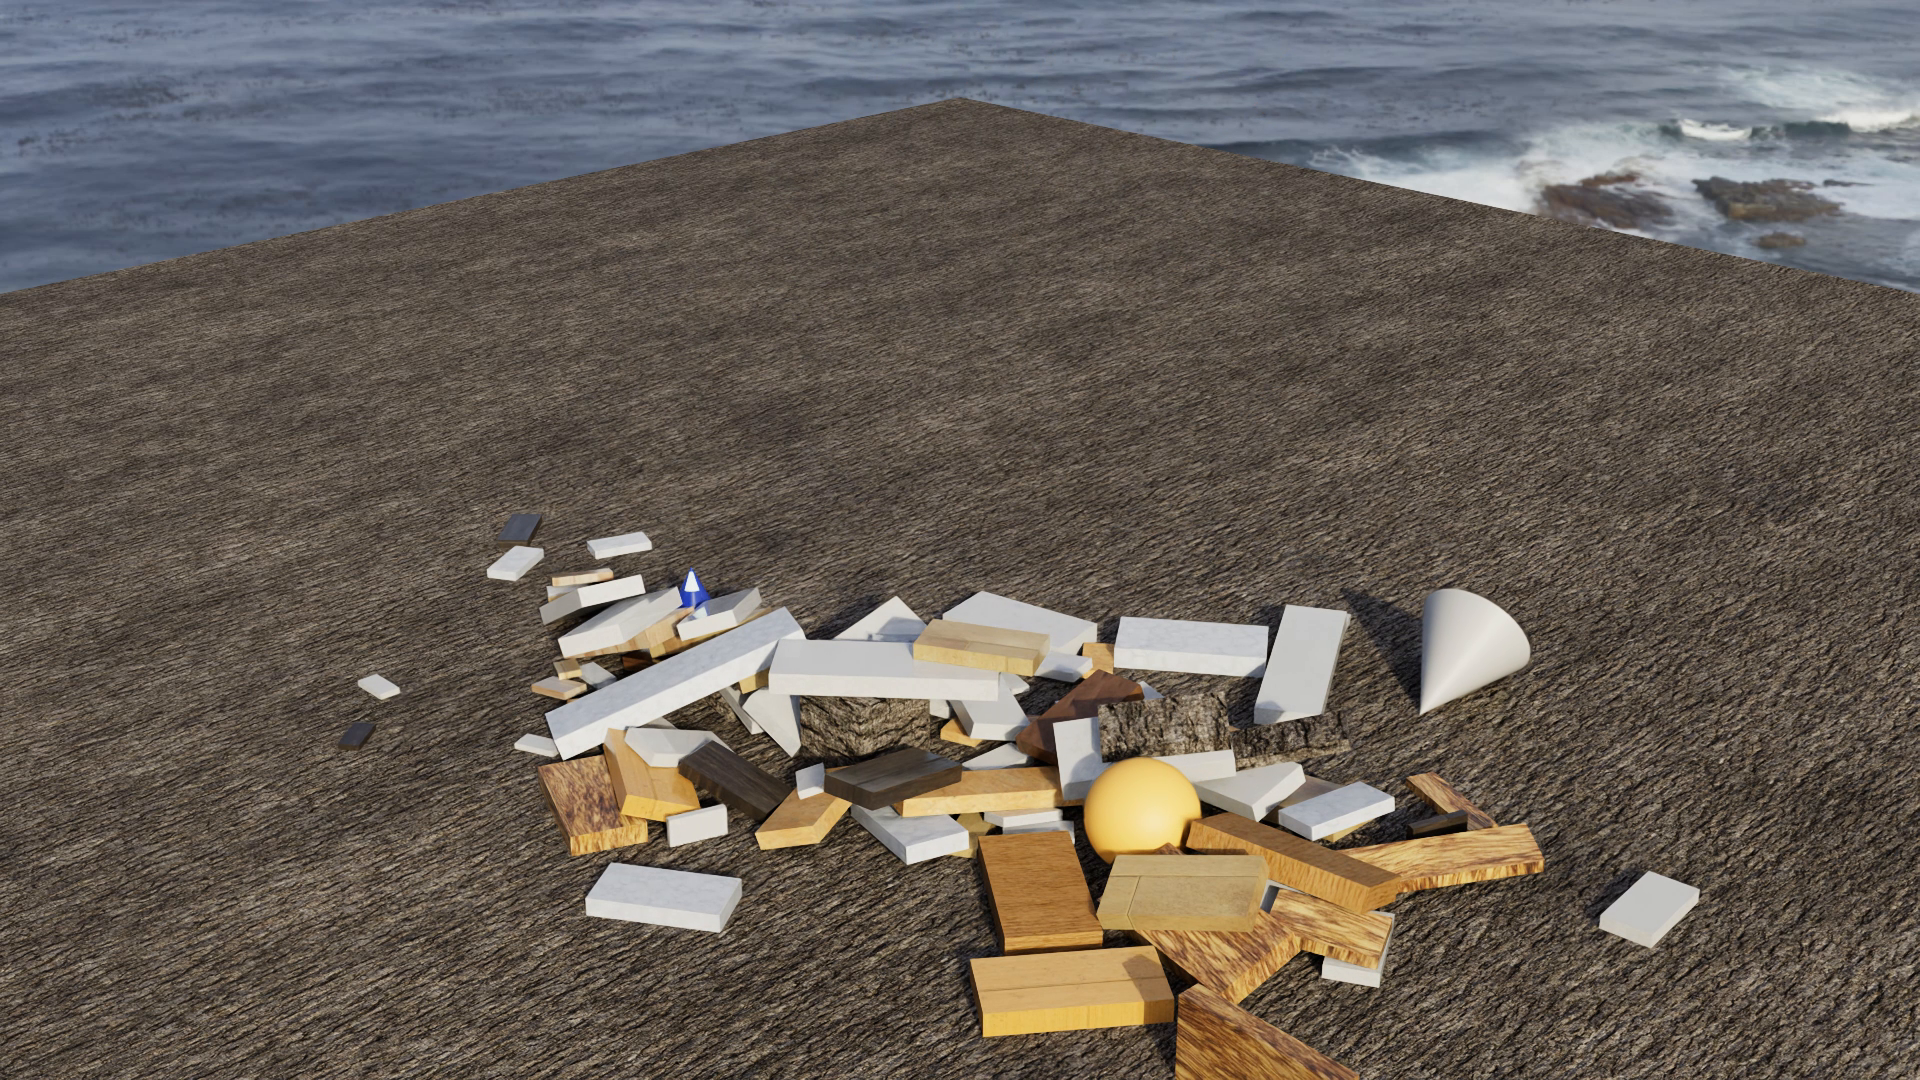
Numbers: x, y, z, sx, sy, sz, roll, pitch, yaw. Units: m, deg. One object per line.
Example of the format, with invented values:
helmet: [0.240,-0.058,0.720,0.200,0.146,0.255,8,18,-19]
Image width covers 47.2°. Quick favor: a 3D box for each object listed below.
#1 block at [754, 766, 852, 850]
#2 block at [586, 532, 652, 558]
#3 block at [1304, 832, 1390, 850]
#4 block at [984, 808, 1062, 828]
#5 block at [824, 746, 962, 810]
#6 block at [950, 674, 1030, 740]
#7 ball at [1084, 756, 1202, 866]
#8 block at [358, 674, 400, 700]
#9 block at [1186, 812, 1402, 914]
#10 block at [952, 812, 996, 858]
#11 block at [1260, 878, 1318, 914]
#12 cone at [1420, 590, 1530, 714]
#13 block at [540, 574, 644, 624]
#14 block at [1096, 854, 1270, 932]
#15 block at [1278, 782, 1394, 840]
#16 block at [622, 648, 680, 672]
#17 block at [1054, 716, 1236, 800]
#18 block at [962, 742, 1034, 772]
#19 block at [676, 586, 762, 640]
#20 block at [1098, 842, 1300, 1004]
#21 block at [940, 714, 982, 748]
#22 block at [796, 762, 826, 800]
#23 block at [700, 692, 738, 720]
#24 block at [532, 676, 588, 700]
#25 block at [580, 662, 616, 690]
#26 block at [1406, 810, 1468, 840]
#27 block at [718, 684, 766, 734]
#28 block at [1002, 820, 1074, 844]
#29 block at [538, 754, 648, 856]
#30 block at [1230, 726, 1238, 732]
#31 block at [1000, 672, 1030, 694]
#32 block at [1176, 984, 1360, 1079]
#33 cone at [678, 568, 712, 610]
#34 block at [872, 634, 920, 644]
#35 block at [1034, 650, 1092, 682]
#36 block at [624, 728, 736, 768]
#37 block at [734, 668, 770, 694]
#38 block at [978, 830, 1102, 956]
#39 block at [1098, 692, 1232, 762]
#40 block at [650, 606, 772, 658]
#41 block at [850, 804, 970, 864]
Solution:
block: [-0.291,0.533,4.405,0.133,0.038,0.266,-11,17,26]
block: [-0.884,0.014,5.702,0.149,0.021,0.075,-11,25,-23]
block: [0.772,0.612,4.281,0.203,0.029,0.102,13,26,27]
block: [0.127,0.549,4.387,0.141,0.020,0.071,-3,6,-32]
block: [-0.131,0.471,4.358,0.131,0.037,0.262,15,18,38]
block: [0.050,0.350,4.784,0.133,0.038,0.266,5,25,-21]
ball: [0.350,0.530,4.222,0.226,0.226,0.226,0,23,0]
block: [-1.312,0.331,4.963,0.048,0.014,0.096,-21,31,-40]
block: [0.621,0.598,4.094,0.357,0.051,0.179,18,8,29]
block: [0.019,0.583,4.361,0.071,0.020,0.141,7,24,16]
block: [0.553,0.692,4.023,0.104,0.030,0.209,24,45,33]
cone: [1.090,0.296,4.911,0.265,0.265,0.265,18,56,36]
block: [-0.869,0.142,5.181,0.155,0.044,0.310,-13,-3,-28]
block: [0.403,0.638,3.979,0.287,0.041,0.144,-4,39,27]
block: [0.733,0.526,4.280,0.204,0.029,0.102,-15,20,-27]
block: [-0.654,0.276,5.003,0.113,0.032,0.226,-20,17,-42]
block: [0.370,0.422,4.437,0.346,0.049,0.173,-9,40,3]
block: [0.079,0.470,4.627,0.145,0.021,0.072,-20,30,-38]
block: [-0.541,0.165,4.964,0.131,0.037,0.263,-16,8,9]
block: [0.426,0.695,3.970,0.179,0.051,0.357,-36,36,-17]
block: [0.033,0.397,4.795,0.083,0.023,0.166,11,25,25]
block: [-0.301,0.489,4.464,0.060,0.017,0.120,-19,15,-1]
block: [-0.533,0.332,4.938,0.113,0.032,0.226,-17,28,-35]
block: [-0.899,0.332,4.930,0.122,0.017,0.061,8,22,43]
block: [-0.831,0.309,5.014,0.051,0.015,0.103,-18,29,-36]
block: [0.936,0.577,4.316,0.133,0.067,0.019,-11,25,-24]
block: [-0.452,0.342,4.837,0.113,0.032,0.226,-11,34,-27]
block: [0.155,0.583,4.362,0.141,0.020,0.071,0,23,1]
block: [-0.745,0.533,4.450,0.153,0.043,0.306,-9,25,-20]
block: [0.455,0.413,4.734,0.295,0.042,0.148,19,30,38]
block: [0.116,0.322,4.984,0.045,0.013,0.091,-11,25,-24]
block: [0.486,0.860,3.522,0.047,0.166,0.332,-20,30,-38]
cone: [-0.631,0.144,5.194,0.177,0.177,0.177,0,23,0]
block: [-0.019,0.245,4.962,0.328,0.047,0.164,3,2,-40]
block: [0.211,0.285,5.028,0.166,0.023,0.083,8,27,34]
block: [-0.580,0.434,4.583,0.216,0.031,0.108,8,20,-44]
block: [-0.457,0.263,4.824,0.131,0.037,0.263,-19,19,-17]
block: [0.146,0.664,4.131,0.179,0.051,0.357,-3,23,-7]
block: [0.409,0.376,4.416,0.257,0.036,0.129,-6,40,5]
block: [-0.563,0.209,4.978,0.263,0.037,0.131,-12,9,30]
block: [-0.102,0.561,4.353,0.133,0.038,0.266,-11,19,-24]
